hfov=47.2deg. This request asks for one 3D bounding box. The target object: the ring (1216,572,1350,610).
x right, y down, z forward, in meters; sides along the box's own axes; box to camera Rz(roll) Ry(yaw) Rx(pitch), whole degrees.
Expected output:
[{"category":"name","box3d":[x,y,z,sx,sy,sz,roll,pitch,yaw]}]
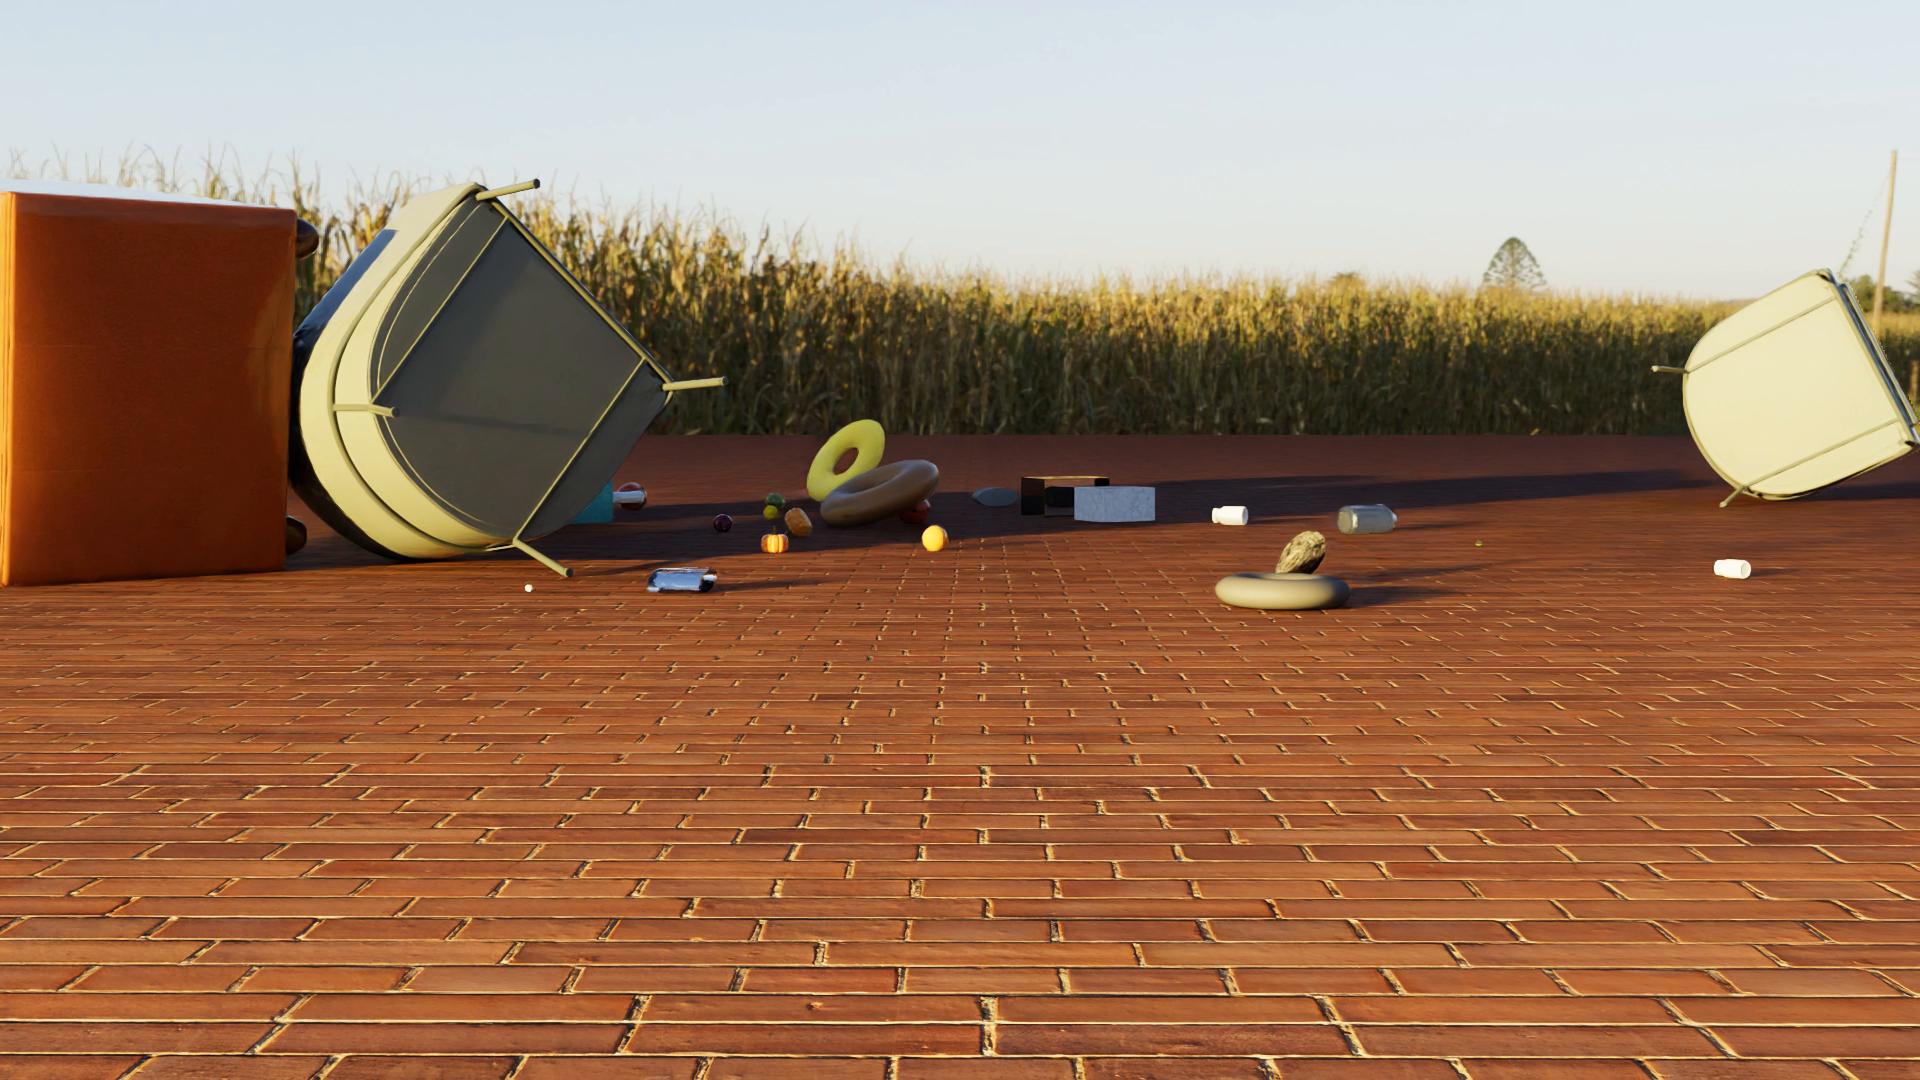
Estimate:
[{"category":"ring","box3d":[0.668,0.106,4.560,0.275,0.062,0.295,-1,3,-18]}]

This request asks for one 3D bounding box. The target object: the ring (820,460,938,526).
[{"category":"ring","box3d":[-0.266,-0.155,7.259,0.441,0.105,0.373,-12,19,36]}]

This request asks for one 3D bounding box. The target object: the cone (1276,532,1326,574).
[{"category":"cone","box3d":[0.752,0.071,5.071,0.163,0.088,0.167,-36,-13,-44]}]

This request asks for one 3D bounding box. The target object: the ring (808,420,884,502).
[{"category":"ring","box3d":[-0.458,-0.316,8.848,0.235,0.405,0.105,41,0,23]}]

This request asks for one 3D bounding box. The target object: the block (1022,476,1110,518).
[{"category":"block","box3d":[0.374,-0.155,7.810,0.262,0.136,0.174,-2,4,-26]}]

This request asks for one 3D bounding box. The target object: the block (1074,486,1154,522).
[{"category":"block","box3d":[0.531,-0.125,7.542,0.213,0.112,0.173,-2,5,-31]}]
